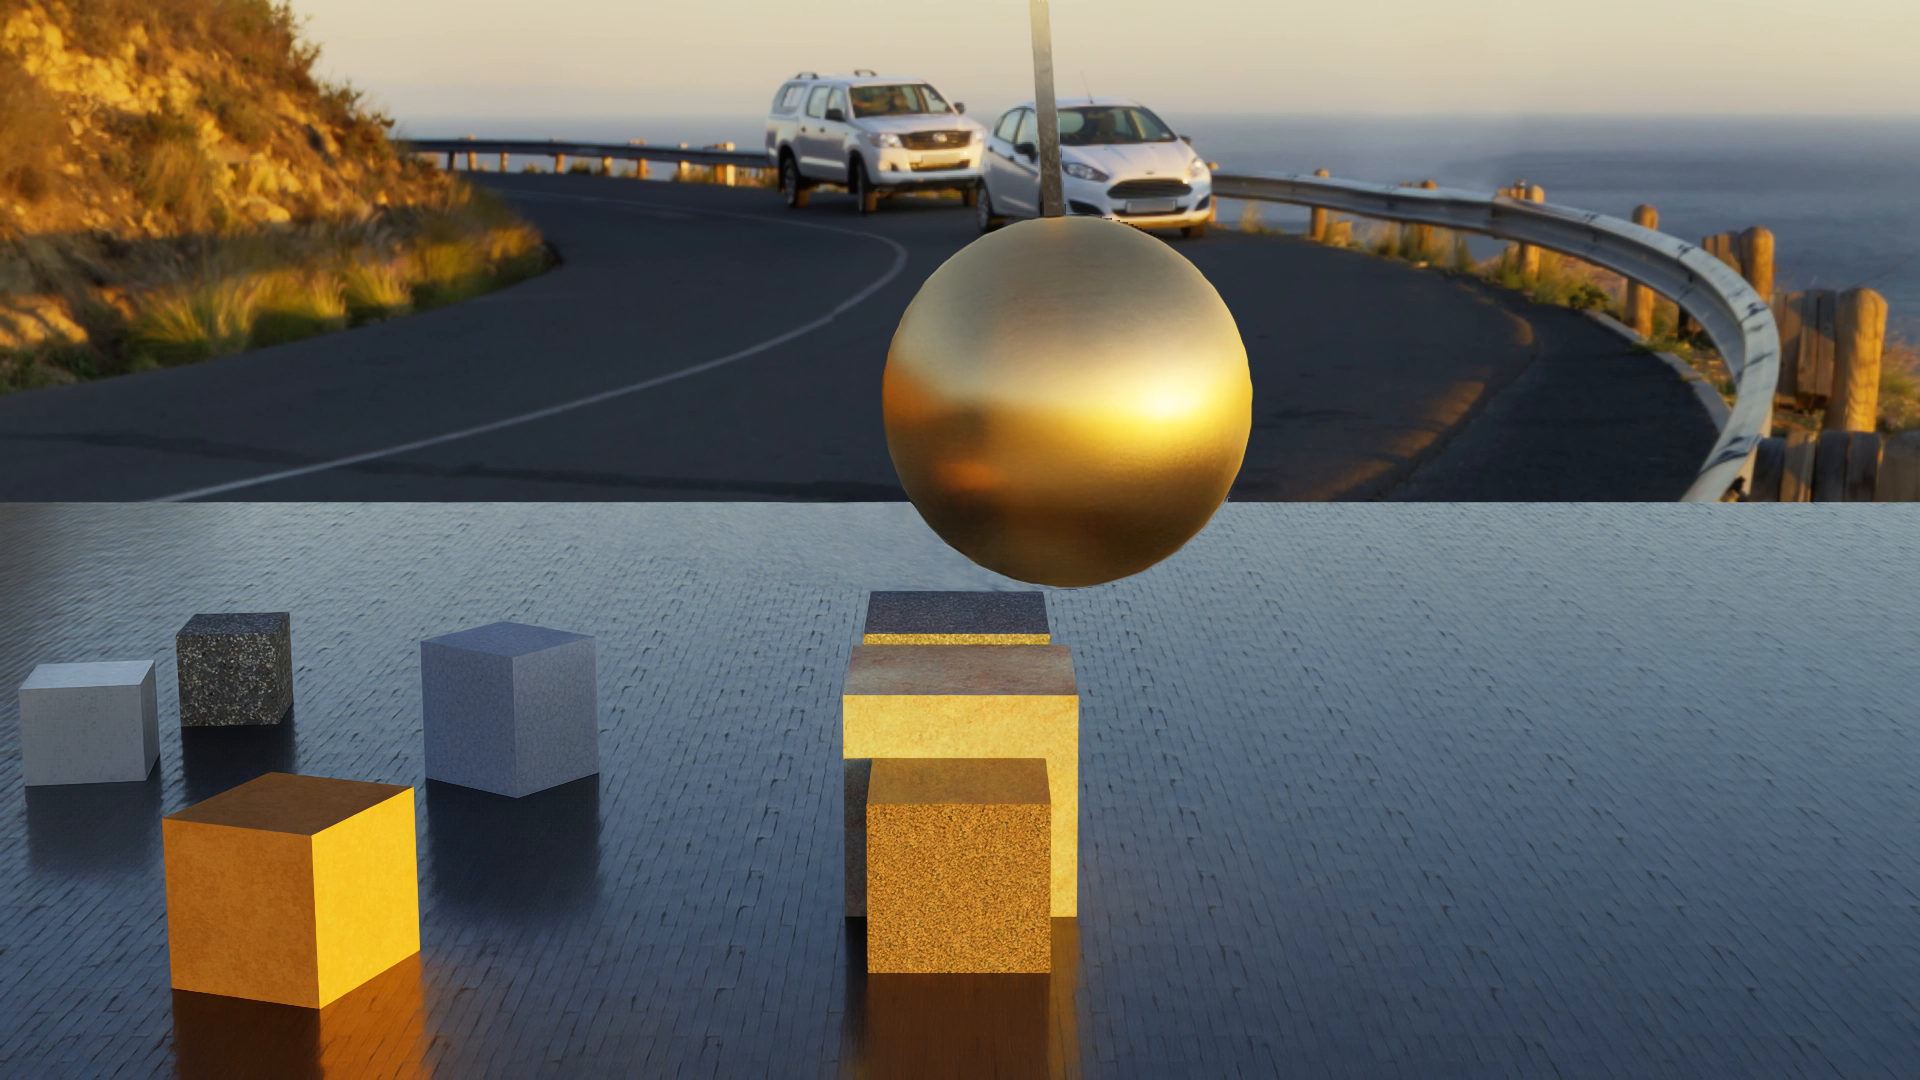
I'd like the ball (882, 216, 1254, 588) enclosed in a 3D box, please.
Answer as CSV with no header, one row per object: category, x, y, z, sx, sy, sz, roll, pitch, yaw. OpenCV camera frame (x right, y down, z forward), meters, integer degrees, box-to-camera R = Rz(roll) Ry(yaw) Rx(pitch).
ball,0.460,-0.596,11.072,1.600,1.600,1.600,0,10,0

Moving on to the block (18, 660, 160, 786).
block,-4.430,0.926,13.082,0.581,0.497,0.553,-2,10,-10

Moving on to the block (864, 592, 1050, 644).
block,-0.015,0.832,12.177,0.843,1.005,0.982,0,10,0

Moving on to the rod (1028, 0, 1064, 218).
rod,0.199,-3.931,10.466,0.080,5.200,0.080,-4,10,1

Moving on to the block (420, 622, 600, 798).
block,-2.269,0.844,12.949,0.646,0.707,0.581,7,13,35

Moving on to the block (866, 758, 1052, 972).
block,-0.004,1.311,10.422,0.722,0.692,0.682,0,10,0

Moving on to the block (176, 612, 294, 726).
block,-4.015,0.711,14.231,0.521,0.510,0.555,-1,10,-6

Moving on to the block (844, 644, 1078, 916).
block,0.005,1.031,11.213,0.978,0.959,0.960,0,10,0

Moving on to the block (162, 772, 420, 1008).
block,-2.630,1.367,10.136,0.672,0.684,0.712,4,11,19
